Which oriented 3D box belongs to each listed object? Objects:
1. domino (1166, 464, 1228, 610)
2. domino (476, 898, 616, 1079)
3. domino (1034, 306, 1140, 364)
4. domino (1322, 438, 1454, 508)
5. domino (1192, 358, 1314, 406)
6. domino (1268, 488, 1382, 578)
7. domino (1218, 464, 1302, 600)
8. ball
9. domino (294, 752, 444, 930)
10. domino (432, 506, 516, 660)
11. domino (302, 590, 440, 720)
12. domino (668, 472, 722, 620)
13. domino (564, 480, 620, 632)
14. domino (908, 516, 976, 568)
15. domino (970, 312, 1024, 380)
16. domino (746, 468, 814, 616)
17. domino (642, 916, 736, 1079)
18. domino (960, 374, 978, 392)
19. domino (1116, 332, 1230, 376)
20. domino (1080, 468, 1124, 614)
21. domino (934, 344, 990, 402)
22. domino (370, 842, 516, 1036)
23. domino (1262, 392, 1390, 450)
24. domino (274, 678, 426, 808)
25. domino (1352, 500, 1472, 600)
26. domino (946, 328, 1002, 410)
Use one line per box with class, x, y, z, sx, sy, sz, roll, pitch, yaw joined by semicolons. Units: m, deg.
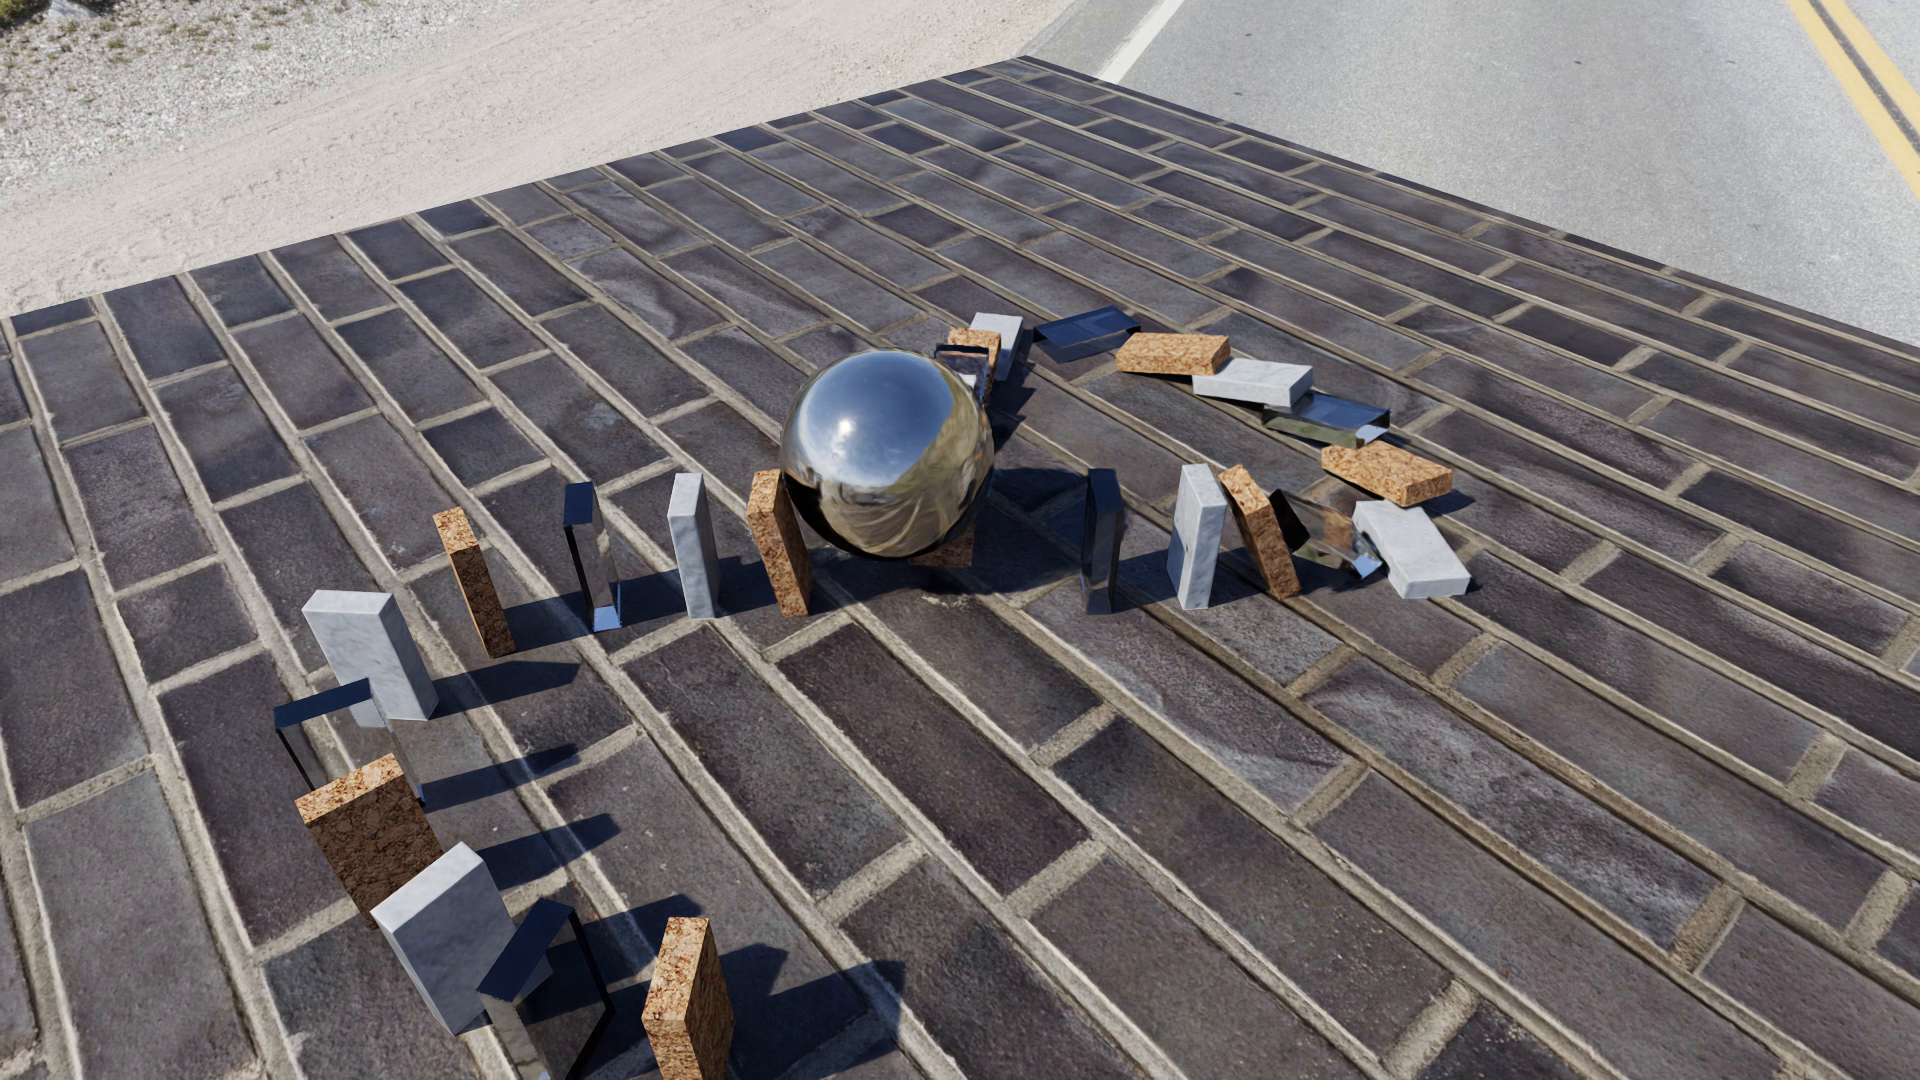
domino;0.088;-0.001;0.412;0.009;0.050;0.025;-4;40;-5
domino;-0.101;0.114;0.272;0.010;0.050;0.025;11;41;13
domino;0.066;-0.108;0.575;0.050;0.010;0.025;-19;43;-21
domino;0.182;-0.030;0.471;0.025;0.009;0.050;-16;29;-19
domino;0.140;-0.077;0.528;0.050;0.009;0.025;15;40;39
domino;0.139;-0.002;0.422;0.050;0.010;0.025;15;39;-39
domino;0.113;-0.003;0.415;0.010;0.050;0.025;-28;41;6
ball;-0.027;-0.032;0.413;0.080;0.080;0.080;0;39;0
domino;-0.162;0.085;0.308;0.025;0.050;0.010;-28;47;-30
domino;-0.173;0.016;0.392;0.010;0.050;0.025;-22;44;-25
domino;-0.194;0.039;0.364;0.025;0.050;0.010;2;39;3
domino;-0.098;0.003;0.408;0.010;0.050;0.025;-3;39;-3
domino;-0.135;0.006;0.404;0.010;0.050;0.025;-9;40;-10
domino;-0.006;-0.009;0.454;0.025;0.010;0.050;3;39;3
domino;0.016;-0.100;0.566;0.025;0.010;0.050;8;40;9
domino;-0.066;0.002;0.409;0.010;0.050;0.025;-8;39;5
domino;-0.065;0.117;0.268;0.009;0.050;0.025;2;39;2
domino;-0.009;-0.052;0.492;0.025;0.010;0.050;7;62;8
domino;0.106;-0.093;0.548;0.050;0.009;0.025;9;38;32
domino;0.052;0.001;0.410;0.009;0.050;0.025;-1;39;-1
domino;-0.002;-0.068;0.511;0.025;0.010;0.050;6;62;8
domino;-0.130;0.104;0.285;0.010;0.050;0.025;26;46;28
domino;0.166;-0.056;0.502;0.025;0.009;0.050;-28;33;-30
domino;-0.183;0.066;0.331;0.025;0.050;0.010;-19;43;-22
domino;0.180;0.003;0.440;0.025;0.009;0.050;-4;40;-5
domino;0.004;-0.081;0.533;0.025;0.010;0.050;7;54;8
